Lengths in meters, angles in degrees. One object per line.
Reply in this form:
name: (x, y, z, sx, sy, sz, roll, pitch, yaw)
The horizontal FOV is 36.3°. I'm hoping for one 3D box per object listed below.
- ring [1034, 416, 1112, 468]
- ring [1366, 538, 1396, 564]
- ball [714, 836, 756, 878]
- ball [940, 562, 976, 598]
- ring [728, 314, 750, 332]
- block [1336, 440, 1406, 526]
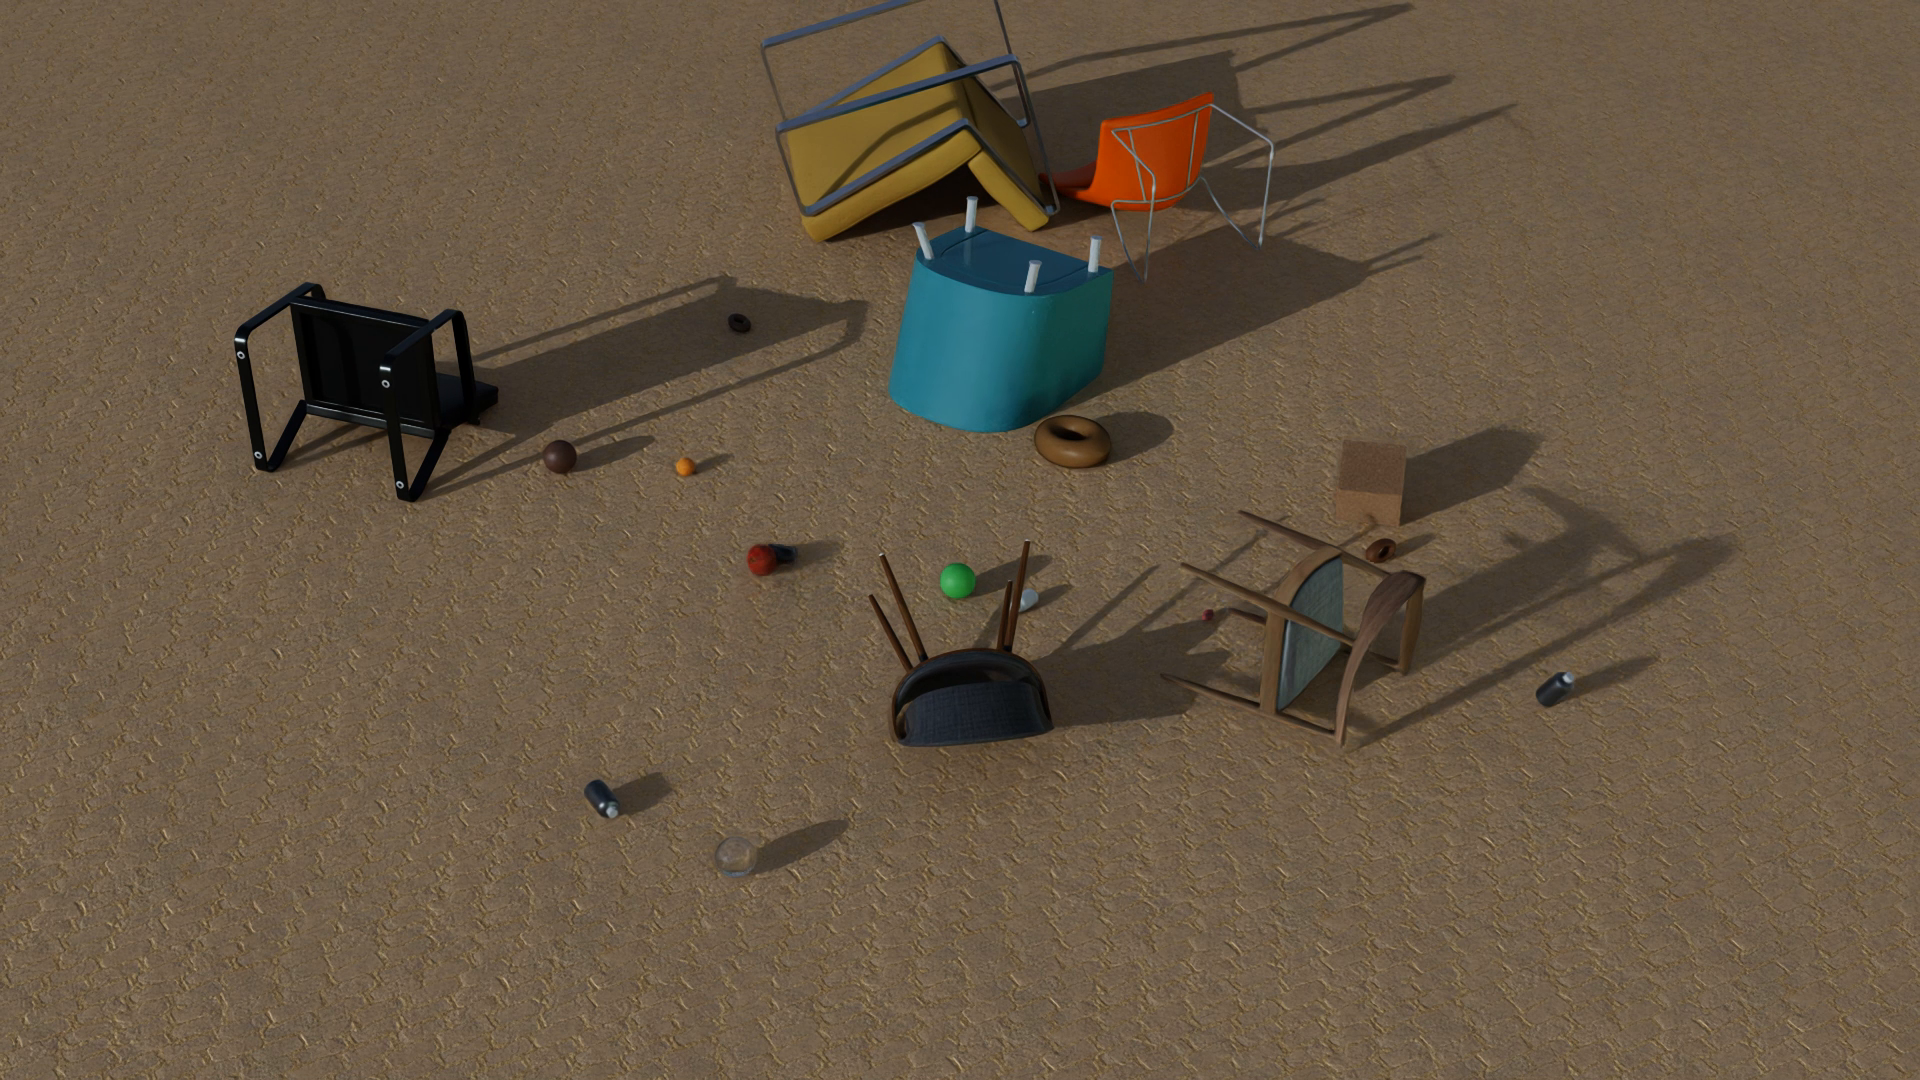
ring: (0.439, -0.383, 11.423, 0.320, 0.115, 0.264, 22, 41, 32)
ring: (1.552, 0.039, 10.817, 0.130, 0.078, 0.055, -29, 28, -20)
ball: (-0.712, 1.005, 9.300, 0.131, 0.131, 0.131, 0, 33, 0)
ball: (-0.008, 0.148, 10.601, 0.131, 0.131, 0.131, 0, 33, 0)
ring: (-0.925, -0.911, 12.296, 0.087, 0.036, 0.140, -15, 37, -24)
block: (1.549, -0.214, 11.044, 0.238, 0.182, 0.249, 6, 51, 8)
